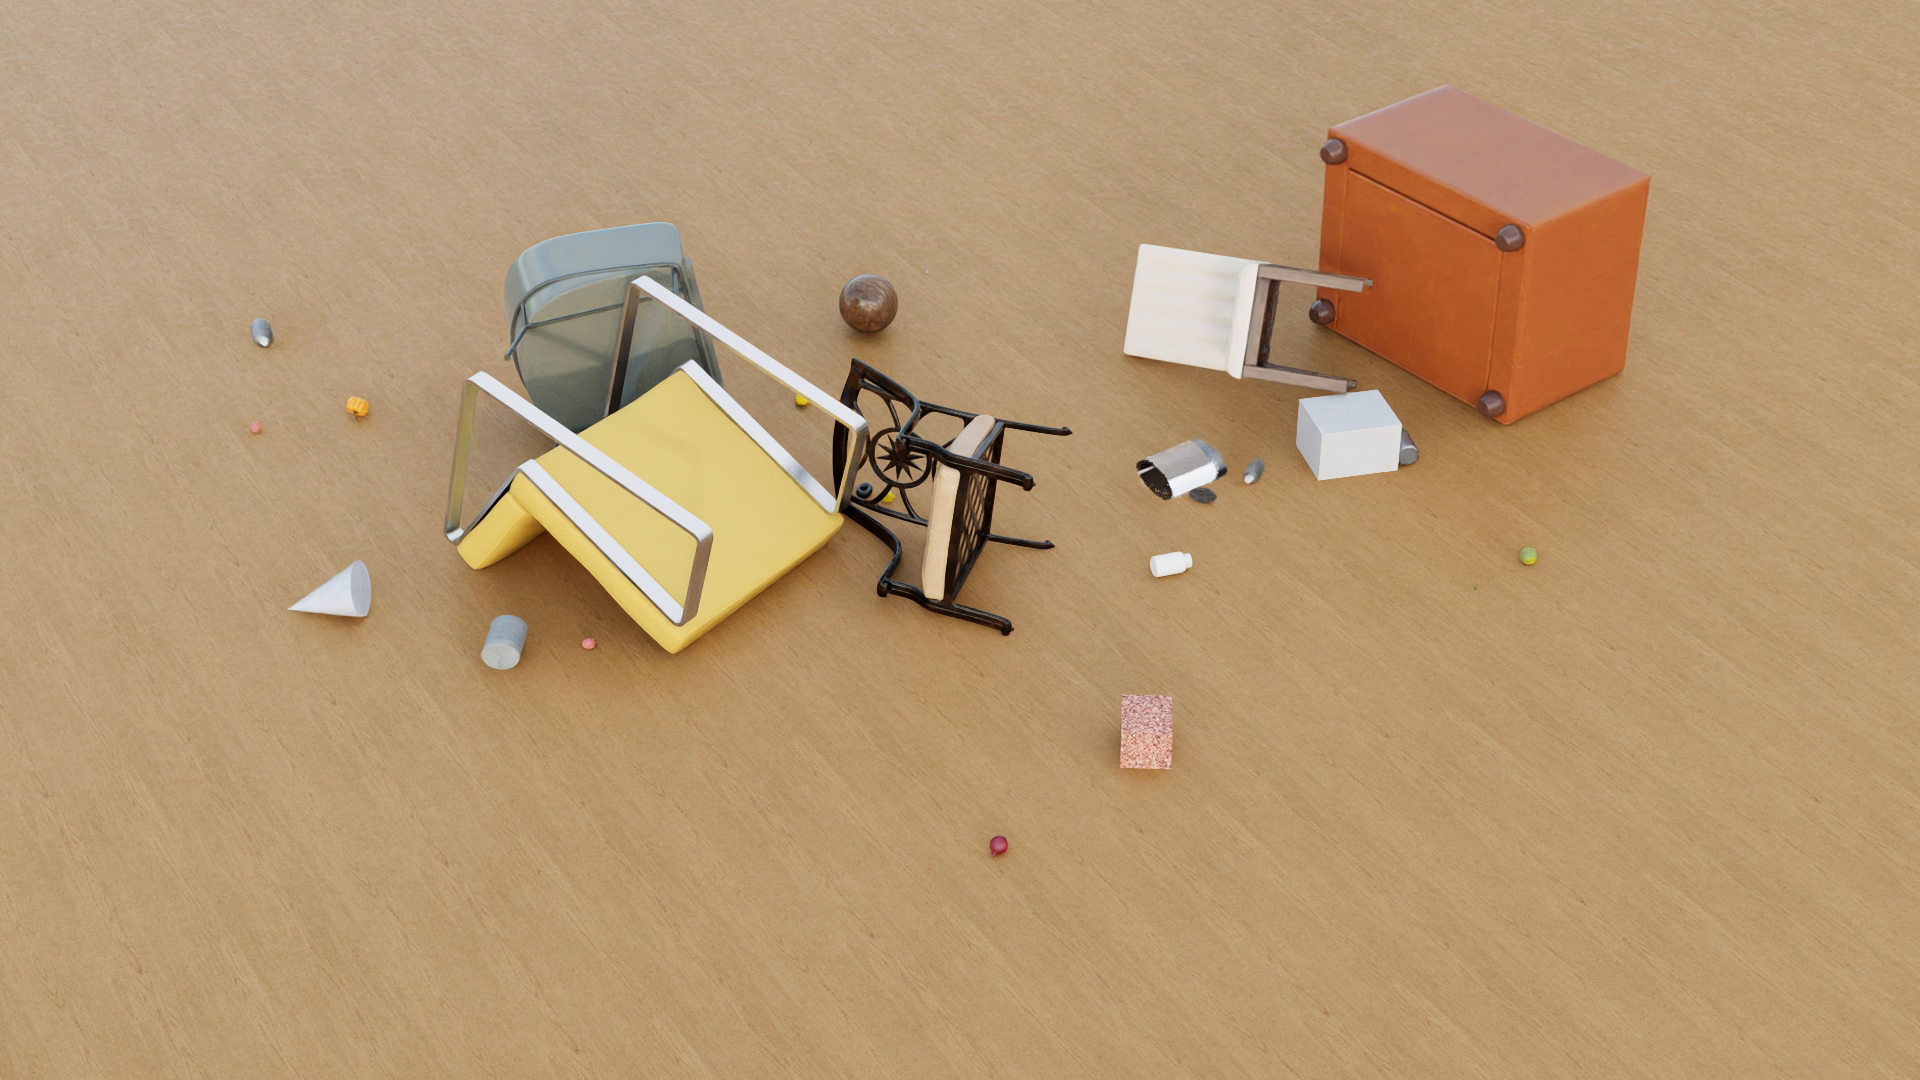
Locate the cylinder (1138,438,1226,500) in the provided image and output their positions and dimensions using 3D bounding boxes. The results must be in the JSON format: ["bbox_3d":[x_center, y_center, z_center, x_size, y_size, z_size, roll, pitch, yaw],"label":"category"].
[{"bbox_3d":[0.851,-0.274,11.247,0.269,0.122,0.214,-22,49,-30],"label":"cylinder"}]

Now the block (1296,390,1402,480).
[{"bbox_3d":[1.507,-0.409,11.376,0.323,0.207,0.270,-7,34,-11],"label":"block"}]

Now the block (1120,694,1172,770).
[{"bbox_3d":[0.625,0.643,9.839,0.169,0.143,0.219,2,33,2],"label":"block"}]

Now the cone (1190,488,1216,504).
[{"bbox_3d":[0.938,-0.185,11.198,0.107,0.061,0.108,7,18,14],"label":"cone"}]

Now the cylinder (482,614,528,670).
[{"bbox_3d":[-1.599,0.358,10.298,0.134,0.113,0.172,0,33,3],"label":"cylinder"}]

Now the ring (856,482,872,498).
[{"bbox_3d":[-0.366,-0.189,11.204,0.061,0.031,0.093,8,33,11],"label":"ring"}]

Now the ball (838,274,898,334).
[{"bbox_3d":[-0.381,-0.986,12.214,0.250,0.250,0.250,0,33,0],"label":"ball"}]

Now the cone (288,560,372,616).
[{"bbox_3d":[-2.289,0.212,10.550,0.285,0.166,0.303,-16,30,6],"label":"cone"}]
